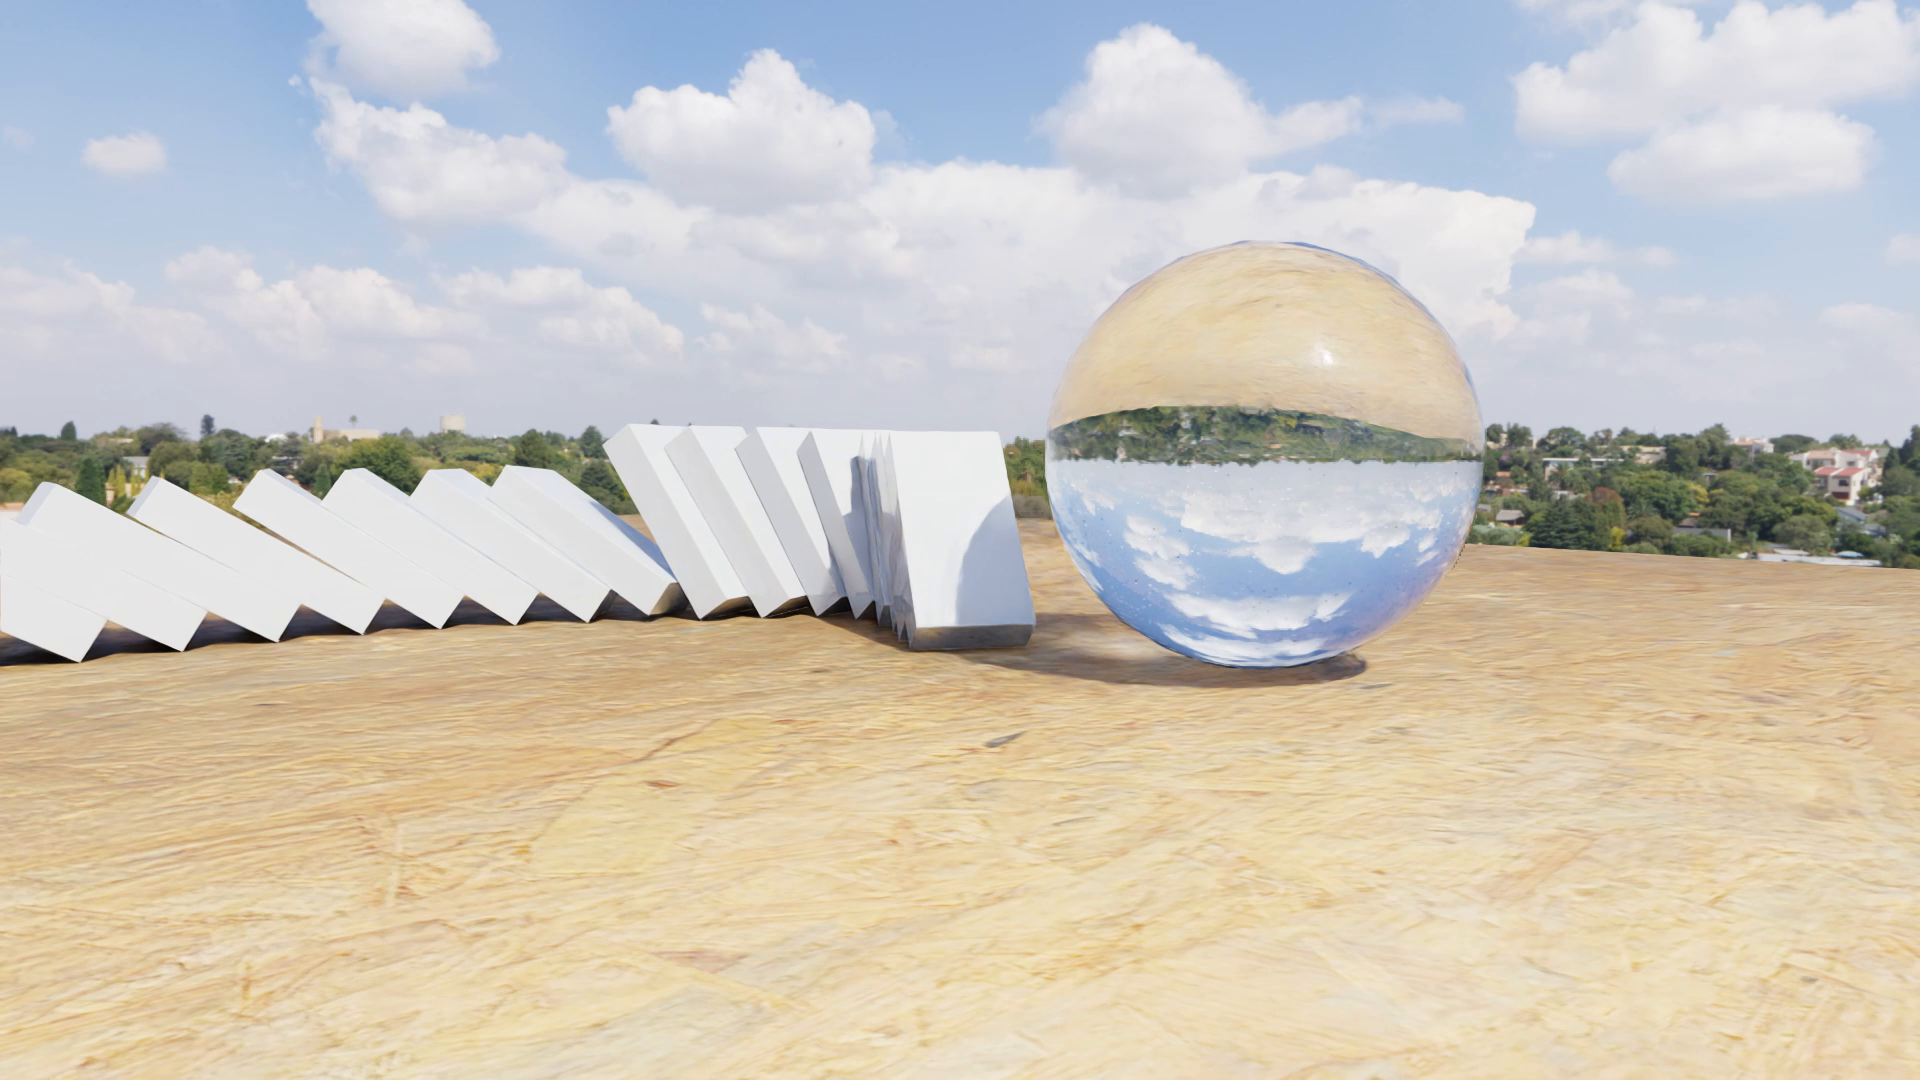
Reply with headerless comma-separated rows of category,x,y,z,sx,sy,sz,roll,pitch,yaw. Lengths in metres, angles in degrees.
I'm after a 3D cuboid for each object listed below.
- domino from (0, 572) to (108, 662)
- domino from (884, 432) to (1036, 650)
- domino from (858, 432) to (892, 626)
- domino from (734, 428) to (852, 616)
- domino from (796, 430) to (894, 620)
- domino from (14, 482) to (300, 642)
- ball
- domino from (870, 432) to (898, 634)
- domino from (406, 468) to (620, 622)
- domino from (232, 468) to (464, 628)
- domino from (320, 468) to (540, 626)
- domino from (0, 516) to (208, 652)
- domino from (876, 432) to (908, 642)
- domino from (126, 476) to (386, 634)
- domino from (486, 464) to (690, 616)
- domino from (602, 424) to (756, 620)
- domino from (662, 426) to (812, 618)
domino,-0.193,0.007,0.243,0.025,0.010,0.050,4,-26,42
domino,-0.001,-0.001,0.277,0.025,0.050,0.010,-1,-34,-13
domino,-0.010,-0.003,0.312,0.025,0.050,0.010,-1,-34,-13
domino,-0.036,-0.006,0.330,0.010,0.050,0.025,-38,-18,32
domino,-0.021,-0.005,0.324,0.025,0.050,0.010,-3,-30,-36
domino,-0.169,0.005,0.271,0.025,0.009,0.050,5,-26,49
ball,0.056,-0.016,0.242,0.080,0.080,0.080,0,4,0
domino,-0.006,-0.003,0.301,0.025,0.050,0.009,-1,-34,-13
domino,-0.107,0.001,0.314,0.050,0.010,0.025,35,1,-6
domino,-0.141,0.002,0.297,0.050,0.010,0.025,37,-11,-22
domino,-0.125,0.001,0.306,0.050,0.010,0.025,35,-6,-15
domino,-0.181,0.006,0.258,0.025,0.010,0.050,5,-26,46
domino,-0.004,-0.002,0.289,0.025,0.050,0.010,-1,-34,-13
domino,-0.155,0.004,0.284,0.050,0.010,0.025,37,-18,-32
domino,-0.090,0.000,0.320,0.050,0.009,0.025,35,5,7
domino,-0.067,-0.005,0.322,0.009,0.050,0.025,-34,-9,19
domino,-0.053,-0.005,0.326,0.010,0.050,0.025,-34,-8,20
